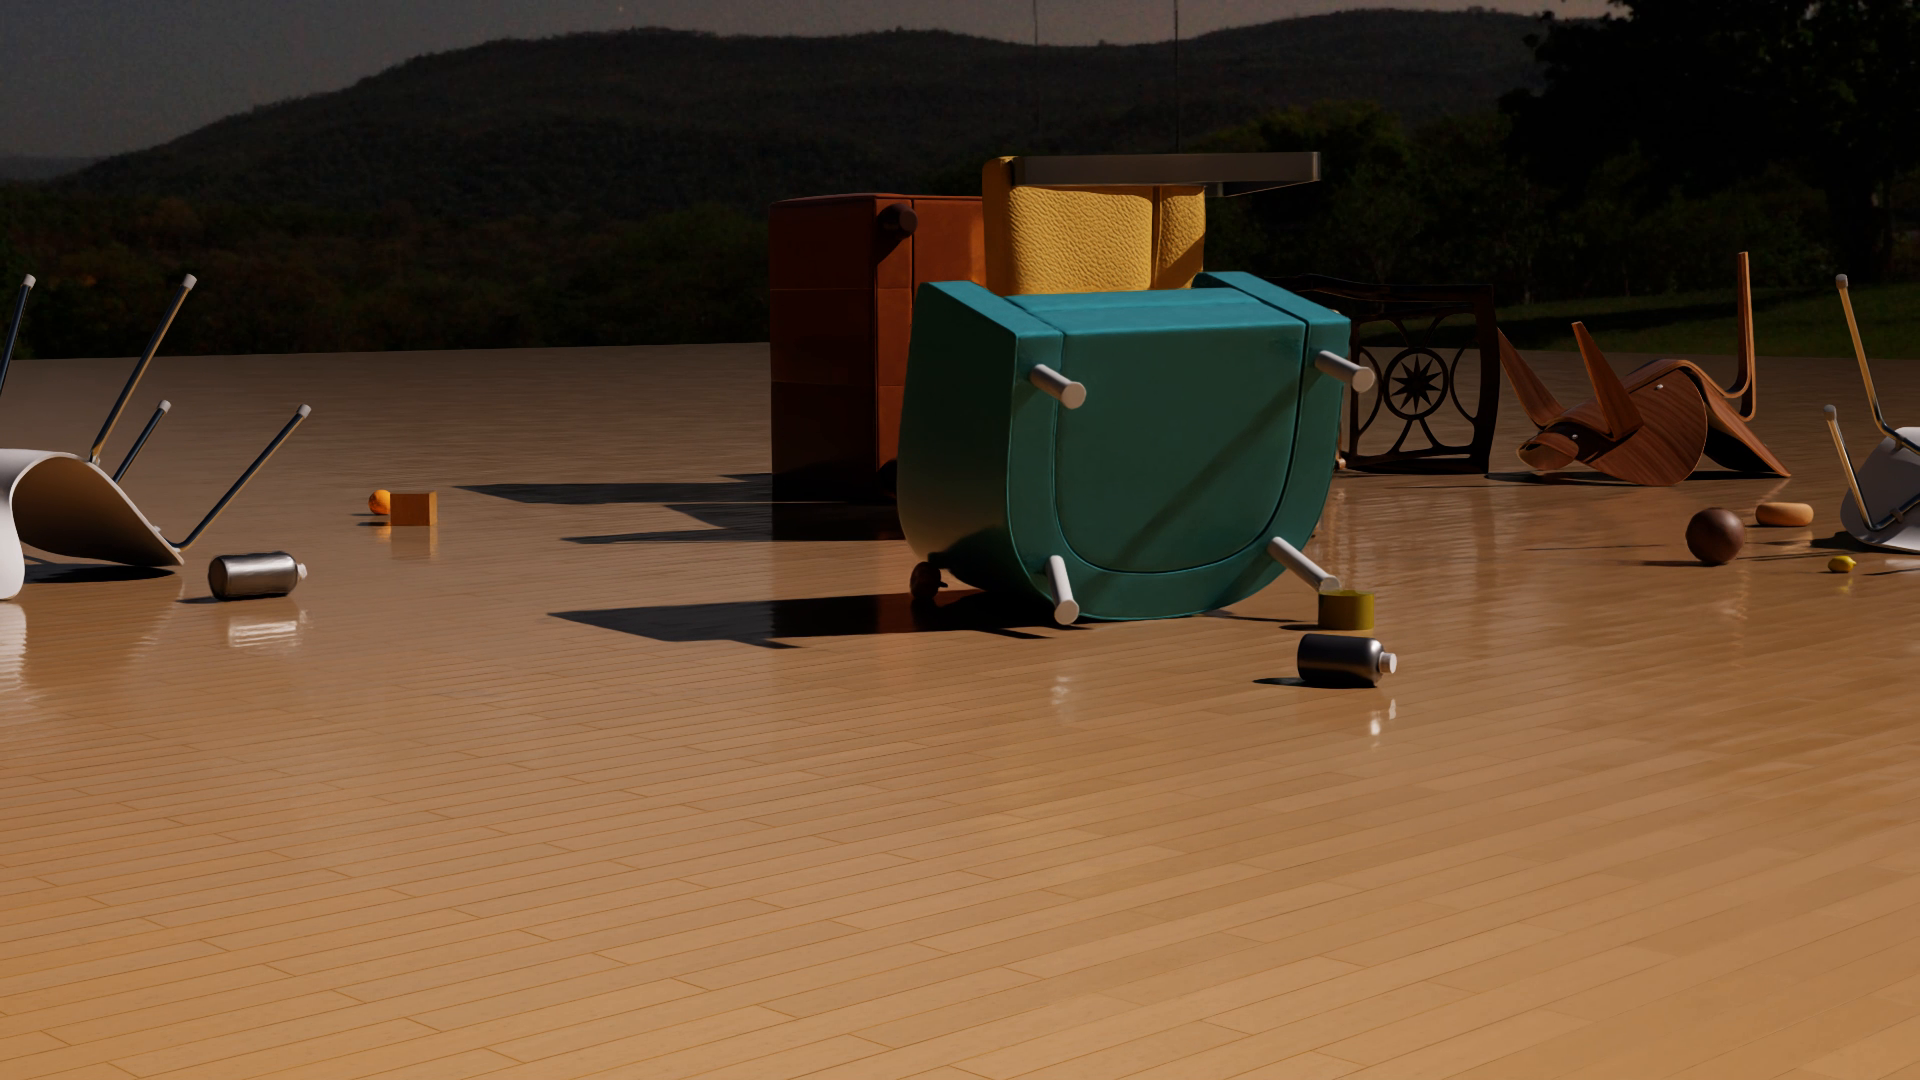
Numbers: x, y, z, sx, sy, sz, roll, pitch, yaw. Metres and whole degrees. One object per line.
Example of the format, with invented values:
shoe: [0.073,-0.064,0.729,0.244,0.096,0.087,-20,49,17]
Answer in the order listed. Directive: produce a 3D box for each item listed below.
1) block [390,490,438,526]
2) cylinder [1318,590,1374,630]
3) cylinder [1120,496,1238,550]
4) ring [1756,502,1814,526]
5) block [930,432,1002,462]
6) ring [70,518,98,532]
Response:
block: [-1.452,-0.085,6.820,0.103,0.085,0.105,0,6,-1]
cylinder: [0.725,0.132,4.817,0.105,0.065,0.094,-1,6,-7]
cylinder: [0.533,-0.042,6.205,0.247,0.123,0.192,2,-5,19]
ring: [2.177,-0.067,6.773,0.161,0.060,0.091,0,4,-12]
block: [0.021,-0.333,9.214,0.219,0.088,0.132,5,7,38]
ring: [-2.267,-0.040,6.644,0.072,0.033,0.066,3,8,13]
